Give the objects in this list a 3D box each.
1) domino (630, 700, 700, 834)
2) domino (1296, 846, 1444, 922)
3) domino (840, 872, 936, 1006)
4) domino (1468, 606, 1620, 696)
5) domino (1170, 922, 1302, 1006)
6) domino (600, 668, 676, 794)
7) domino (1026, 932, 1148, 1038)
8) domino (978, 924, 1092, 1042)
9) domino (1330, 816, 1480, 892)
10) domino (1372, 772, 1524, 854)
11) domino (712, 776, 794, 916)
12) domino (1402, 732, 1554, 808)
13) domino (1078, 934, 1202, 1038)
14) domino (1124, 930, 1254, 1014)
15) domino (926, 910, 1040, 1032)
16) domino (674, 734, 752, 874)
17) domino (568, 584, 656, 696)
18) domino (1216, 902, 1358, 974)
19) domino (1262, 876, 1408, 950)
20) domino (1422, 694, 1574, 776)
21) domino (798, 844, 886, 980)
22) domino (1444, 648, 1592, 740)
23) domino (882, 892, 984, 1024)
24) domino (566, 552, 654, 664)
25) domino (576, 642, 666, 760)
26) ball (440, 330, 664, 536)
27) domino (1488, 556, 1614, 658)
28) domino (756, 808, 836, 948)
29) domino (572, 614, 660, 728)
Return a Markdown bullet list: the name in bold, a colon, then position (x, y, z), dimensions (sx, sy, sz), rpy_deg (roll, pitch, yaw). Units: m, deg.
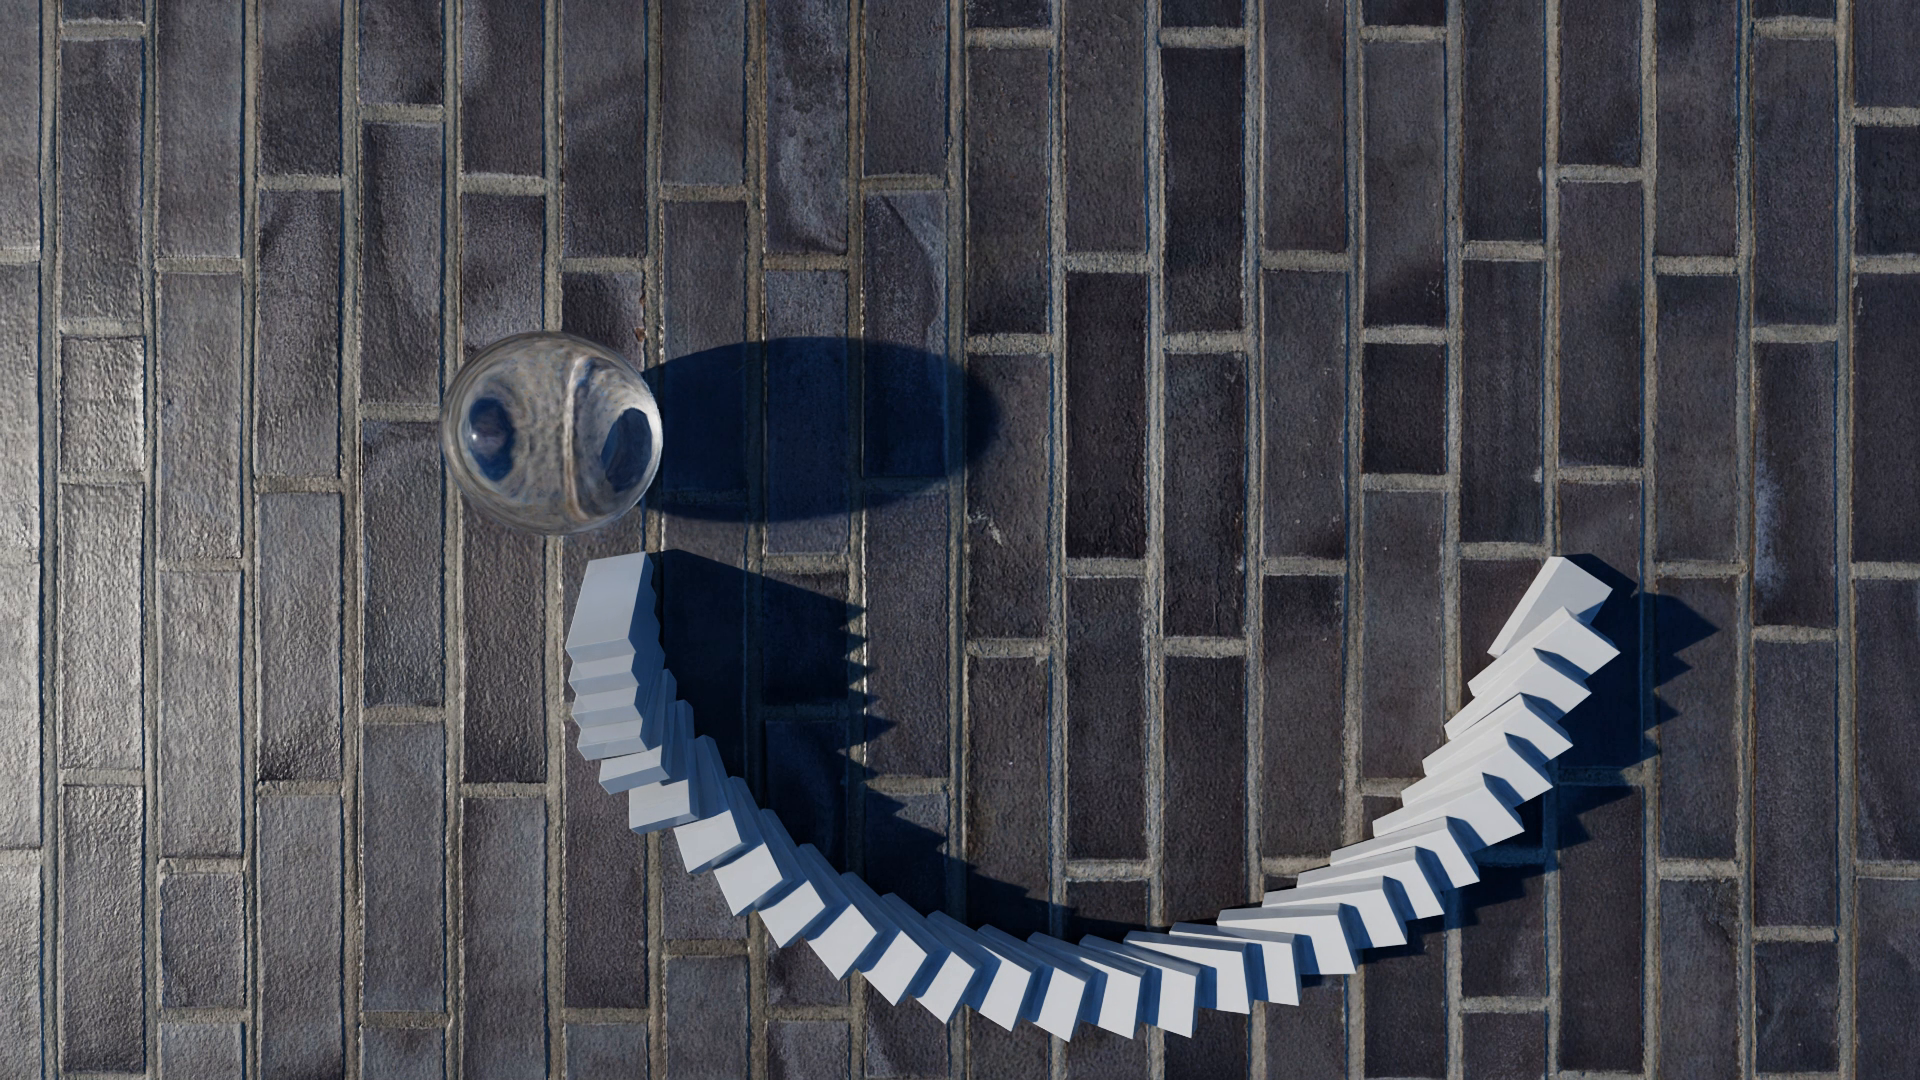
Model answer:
- **domino**: position (-0.124, 0.094, 0.382), dimensions (0.025, 0.009, 0.050), rpy_deg (-15, 57, 0)
- **domino**: position (0.171, 0.147, 0.383), dimensions (0.050, 0.010, 0.025), rpy_deg (-28, 92, 31)
- **domino**: position (-0.037, 0.166, 0.384), dimensions (0.050, 0.010, 0.025), rpy_deg (33, 92, 27)
- **domino**: position (0.243, 0.054, 0.383), dimensions (0.025, 0.010, 0.050), rpy_deg (35, 119, -1)
- **domino**: position (0.115, 0.177, 0.384), dimensions (0.050, 0.009, 0.025), rpy_deg (-7, 90, 29)
- **domino**: position (-0.132, 0.078, 0.378), dimensions (0.025, 0.050, 0.009), rpy_deg (-15, 132, 0)
- **domino**: position (0.051, 0.186, 0.384), dimensions (0.050, 0.010, 0.025), rpy_deg (8, 90, 27)
- **domino**: position (0.028, 0.185, 0.385), dimensions (0.050, 0.009, 0.025), rpy_deg (16, 90, 27)
- **domino**: position (0.185, 0.136, 0.384), dimensions (0.050, 0.009, 0.025), rpy_deg (-32, 90, 30)
- **domino**: position (0.203, 0.119, 0.382), dimensions (0.025, 0.009, 0.050), rpy_deg (47, 121, -4)
- **domino**: position (-0.093, 0.128, 0.384), dimensions (0.025, 0.010, 0.050), rpy_deg (-37, 62, 2)
- **domino**: position (0.214, 0.104, 0.382), dimensions (0.025, 0.009, 0.050), rpy_deg (42, 121, -3)
- **domino**: position (0.074, 0.186, 0.384), dimensions (0.050, 0.009, 0.025), rpy_deg (5, 91, 28)
- **domino**: position (0.095, 0.180, 0.384), dimensions (0.050, 0.009, 0.025), rpy_deg (-7, 90, 29)
- **domino**: position (0.005, 0.180, 0.385), dimensions (0.050, 0.009, 0.025), rpy_deg (19, 90, 26)
- **domino**: position (-0.108, 0.110, 0.384), dimensions (0.025, 0.009, 0.050), rpy_deg (-29, 62, 0)
- **domino**: position (-0.142, 0.040, 0.378), dimensions (0.025, 0.050, 0.010), rpy_deg (-10, 132, 0)
- **domino**: position (0.136, 0.167, 0.383), dimensions (0.050, 0.009, 0.025), rpy_deg (-17, 92, 30)
- **domino**: position (0.156, 0.157, 0.382), dimensions (0.050, 0.009, 0.025), rpy_deg (-23, 95, 30)
- **domino**: position (0.223, 0.089, 0.383), dimensions (0.025, 0.010, 0.050), rpy_deg (39, 121, -1)
- **domino**: position (-0.057, 0.155, 0.384), dimensions (0.050, 0.009, 0.025), rpy_deg (39, 91, 26)
- **domino**: position (0.232, 0.071, 0.384), dimensions (0.025, 0.009, 0.050), rpy_deg (33, 119, 0)
- **domino**: position (-0.018, 0.174, 0.385), dimensions (0.050, 0.009, 0.025), rpy_deg (29, 90, 27)
- **domino**: position (-0.144, 0.027, 0.378), dimensions (0.025, 0.050, 0.010), rpy_deg (-10, 132, 0)
- **domino**: position (-0.139, 0.065, 0.378), dimensions (0.025, 0.050, 0.010), rpy_deg (-9, 133, 0)
- **ball**: position (-0.159, -0.041, 0.360), dimensions (0.080, 0.080, 0.080), rpy_deg (0, 90, 0)
- **domino**: position (0.254, 0.035, 0.395), dimensions (0.025, 0.010, 0.050), rpy_deg (33, 90, 0)
- **domino**: position (-0.077, 0.141, 0.385), dimensions (0.025, 0.010, 0.050), rpy_deg (-42, 64, 0)
- **domino**: position (-0.141, 0.053, 0.378), dimensions (0.025, 0.050, 0.010), rpy_deg (-9, 132, 1)
